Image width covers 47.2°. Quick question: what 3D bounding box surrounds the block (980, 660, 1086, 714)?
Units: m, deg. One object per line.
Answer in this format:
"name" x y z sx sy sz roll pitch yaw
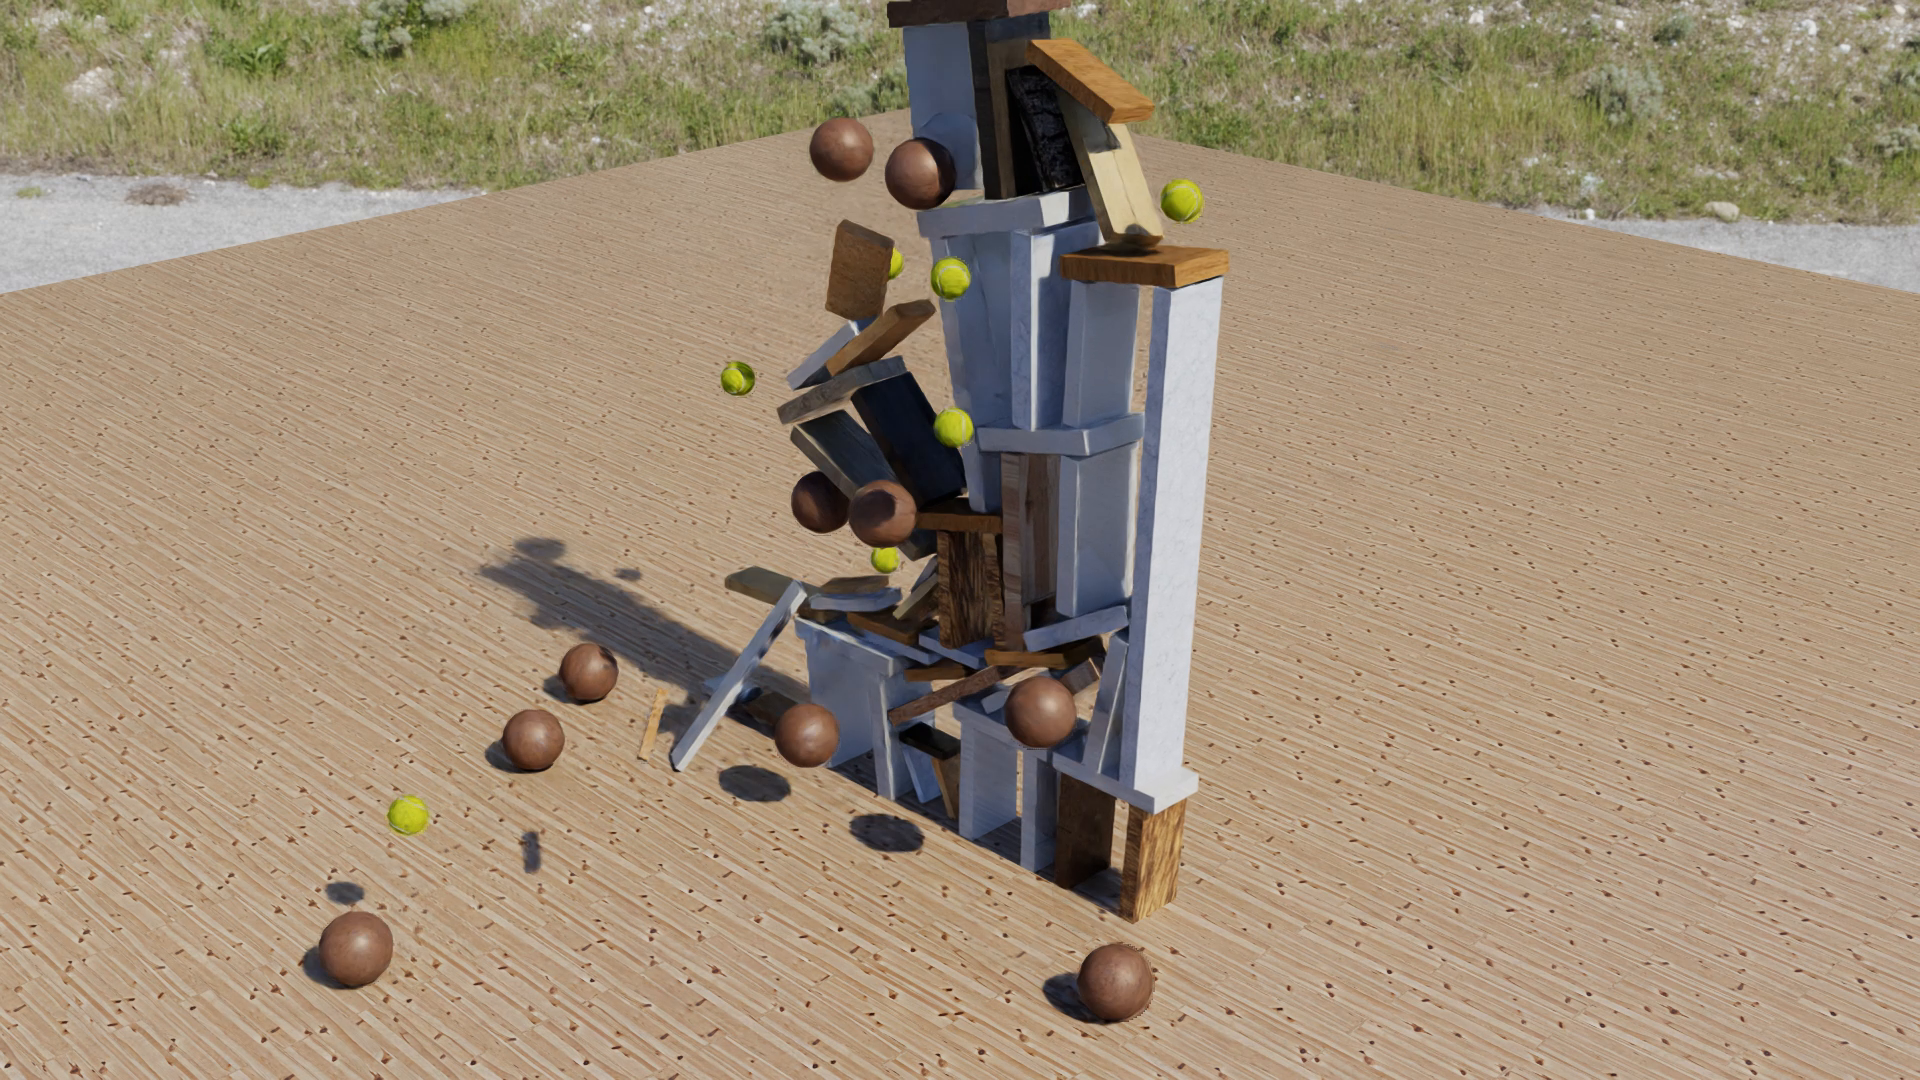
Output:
"block" 0.145 0.272 4.183 0.107 0.030 0.213 -20 -6 -42

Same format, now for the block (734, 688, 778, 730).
"block" -0.426 0.372 4.855 0.077 0.022 0.154 -18 29 -37

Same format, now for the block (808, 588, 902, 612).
"block" -0.213 0.120 4.493 0.175 0.025 0.088 1 16 38

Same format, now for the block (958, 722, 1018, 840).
"block" 0.057 0.458 4.357 0.036 0.253 0.126 22 32 40

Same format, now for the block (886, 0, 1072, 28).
"block" 0.030 -0.936 3.845 0.153 0.043 0.306 -21 20 -40

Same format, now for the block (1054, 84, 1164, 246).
"block" 0.253 -0.648 3.762 0.107 0.030 0.317 -1 64 -34

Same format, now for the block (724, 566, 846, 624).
"block" -0.362 0.114 4.648 0.320 0.025 0.088 17 28 42

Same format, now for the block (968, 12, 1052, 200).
"block" 0.099 -0.759 3.839 0.153 0.306 0.043 -20 21 -38

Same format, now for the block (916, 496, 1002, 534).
"block" 0.037 -0.048 4.173 0.230 0.033 0.115 4 18 46

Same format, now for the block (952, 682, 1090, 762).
"block" 0.118 0.348 4.244 0.126 0.036 0.253 -21 31 -40

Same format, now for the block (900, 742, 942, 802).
"block" -0.074 0.467 4.504 0.064 0.128 0.018 -21 4 -41

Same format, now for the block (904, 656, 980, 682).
"block" -0.019 0.251 4.363 0.089 0.025 0.178 -24 10 -41

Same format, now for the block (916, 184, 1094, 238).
"block" 0.100 -0.590 3.926 0.177 0.050 0.355 -20 15 -35

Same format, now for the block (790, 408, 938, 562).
"block" -0.165 -0.112 4.363 0.132 0.037 0.387 -23 56 -39

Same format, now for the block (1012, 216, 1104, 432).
"block" 0.174 -0.386 3.903 0.177 0.355 0.050 -19 29 -38

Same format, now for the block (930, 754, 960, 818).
"block" -0.012 0.490 4.447 0.064 0.128 0.018 -22 7 -41

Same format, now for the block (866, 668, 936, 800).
"block" -0.116 0.376 4.512 0.140 0.281 0.040 -21 24 -41

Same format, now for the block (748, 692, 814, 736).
"block" -0.382 0.377 4.789 0.077 0.022 0.154 -21 31 -40

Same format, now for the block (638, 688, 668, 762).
"block" -0.540 0.325 3.860 0.018 0.125 0.063 17 -11 -8

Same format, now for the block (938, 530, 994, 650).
"block" 0.013 0.083 4.263 0.115 0.239 0.033 -17 24 -37

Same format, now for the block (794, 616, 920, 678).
"block" -0.194 0.198 4.517 0.281 0.040 0.140 20 30 39

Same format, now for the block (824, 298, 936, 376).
"block" -0.153 -0.390 4.231 0.218 0.031 0.109 -35 -11 40

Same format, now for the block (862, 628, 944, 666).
"block" -0.100 0.199 4.432 0.178 0.025 0.089 20 31 37

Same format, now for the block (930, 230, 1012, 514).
"block" 0.068 -0.324 4.094 0.177 0.518 0.050 -19 19 -32

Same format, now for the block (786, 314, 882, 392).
"block" -0.237 -0.367 4.307 0.109 0.031 0.218 -19 -13 -47

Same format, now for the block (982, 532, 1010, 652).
"block" 0.105 0.083 4.153 0.033 0.230 0.115 9 22 44

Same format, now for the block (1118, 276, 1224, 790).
"block" 0.363 0.000 3.827 0.132 0.941 0.037 -21 33 -40

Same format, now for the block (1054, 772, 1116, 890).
"block" 0.240 0.533 4.186 0.124 0.247 0.035 -21 34 -41

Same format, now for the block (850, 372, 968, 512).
"block" -0.090 -0.193 4.269 0.132 0.037 0.264 -21 74 -35

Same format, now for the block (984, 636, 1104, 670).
"block" 0.158 0.209 4.150 0.107 0.030 0.213 -20 13 -40

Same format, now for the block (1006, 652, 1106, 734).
"block" 0.219 0.271 4.098 0.141 0.040 0.283 -21 -12 -40

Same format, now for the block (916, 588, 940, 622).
"block" -0.031 0.110 4.332 0.065 0.130 0.018 -23 69 -43

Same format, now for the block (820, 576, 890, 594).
"block" -0.216 0.092 4.518 0.125 0.018 0.063 -2 14 27

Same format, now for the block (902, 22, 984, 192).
"block" -0.013 -0.800 4.056 0.153 0.306 0.043 0 22 14

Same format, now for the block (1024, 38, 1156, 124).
"block" 0.219 -0.777 3.715 0.107 0.030 0.214 -16 51 -44

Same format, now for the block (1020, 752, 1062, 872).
"block" 0.176 0.504 4.247 0.036 0.253 0.126 22 32 40

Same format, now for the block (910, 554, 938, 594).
"block" -0.047 0.064 4.311 0.065 0.130 0.018 -22 69 -35

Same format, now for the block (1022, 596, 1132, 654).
"block" 0.258 0.144 4.018 0.141 0.040 0.283 -19 0 -40

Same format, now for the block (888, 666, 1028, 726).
"block" 0.003 0.293 4.345 0.107 0.030 0.356 -21 -4 -42

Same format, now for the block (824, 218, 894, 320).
"block" -0.195 -0.512 4.256 0.109 0.218 0.031 24 50 9

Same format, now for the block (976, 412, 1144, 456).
"block" 0.185 -0.196 3.975 0.152 0.043 0.304 -18 14 -35

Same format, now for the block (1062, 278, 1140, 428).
"block" 0.247 -0.337 3.829 0.132 0.265 0.037 -19 33 -37

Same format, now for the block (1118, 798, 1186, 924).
"block" 0.358 0.579 4.078 0.124 0.248 0.035 -21 35 -41

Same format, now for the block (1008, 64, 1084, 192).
"block" 0.162 -0.717 3.807 0.107 0.214 0.030 -19 1 -39

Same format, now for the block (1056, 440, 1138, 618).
"block" 0.247 -0.024 3.963 0.152 0.304 0.043 -19 30 -38

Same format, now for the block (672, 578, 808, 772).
"block" -0.463 0.283 4.588 0.018 0.470 0.063 30 13 -26

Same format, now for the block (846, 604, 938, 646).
"block" -0.137 0.164 4.443 0.176 0.025 0.088 19 29 40

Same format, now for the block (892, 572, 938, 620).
"block" -0.069 0.107 4.319 0.018 0.133 0.065 55 28 16

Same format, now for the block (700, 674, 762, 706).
"block" -0.511 0.332 4.907 0.077 0.022 0.154 -17 17 -30

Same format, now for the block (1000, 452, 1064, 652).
"block" 0.148 0.006 4.099 0.043 0.383 0.152 17 27 42

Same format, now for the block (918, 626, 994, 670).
"block" 0.011 0.206 4.318 0.089 0.025 0.178 -20 27 -37

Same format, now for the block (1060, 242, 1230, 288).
"block" 0.309 -0.464 3.701 0.132 0.037 0.265 -20 22 -39

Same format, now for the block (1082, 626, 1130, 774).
"block" 0.310 0.278 4.005 0.141 0.289 0.040 -21 43 -40

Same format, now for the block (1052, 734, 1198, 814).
"block" 0.305 0.428 4.070 0.247 0.035 0.124 21 31 41

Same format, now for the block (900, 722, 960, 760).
"block" -0.056 0.409 4.460 0.064 0.018 0.128 -21 30 -41

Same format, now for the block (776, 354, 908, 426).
"block" -0.236 -0.297 4.375 0.132 0.037 0.264 -19 -2 -42

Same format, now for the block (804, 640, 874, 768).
"block" -0.247 0.324 4.633 0.140 0.281 0.040 -21 25 -41
